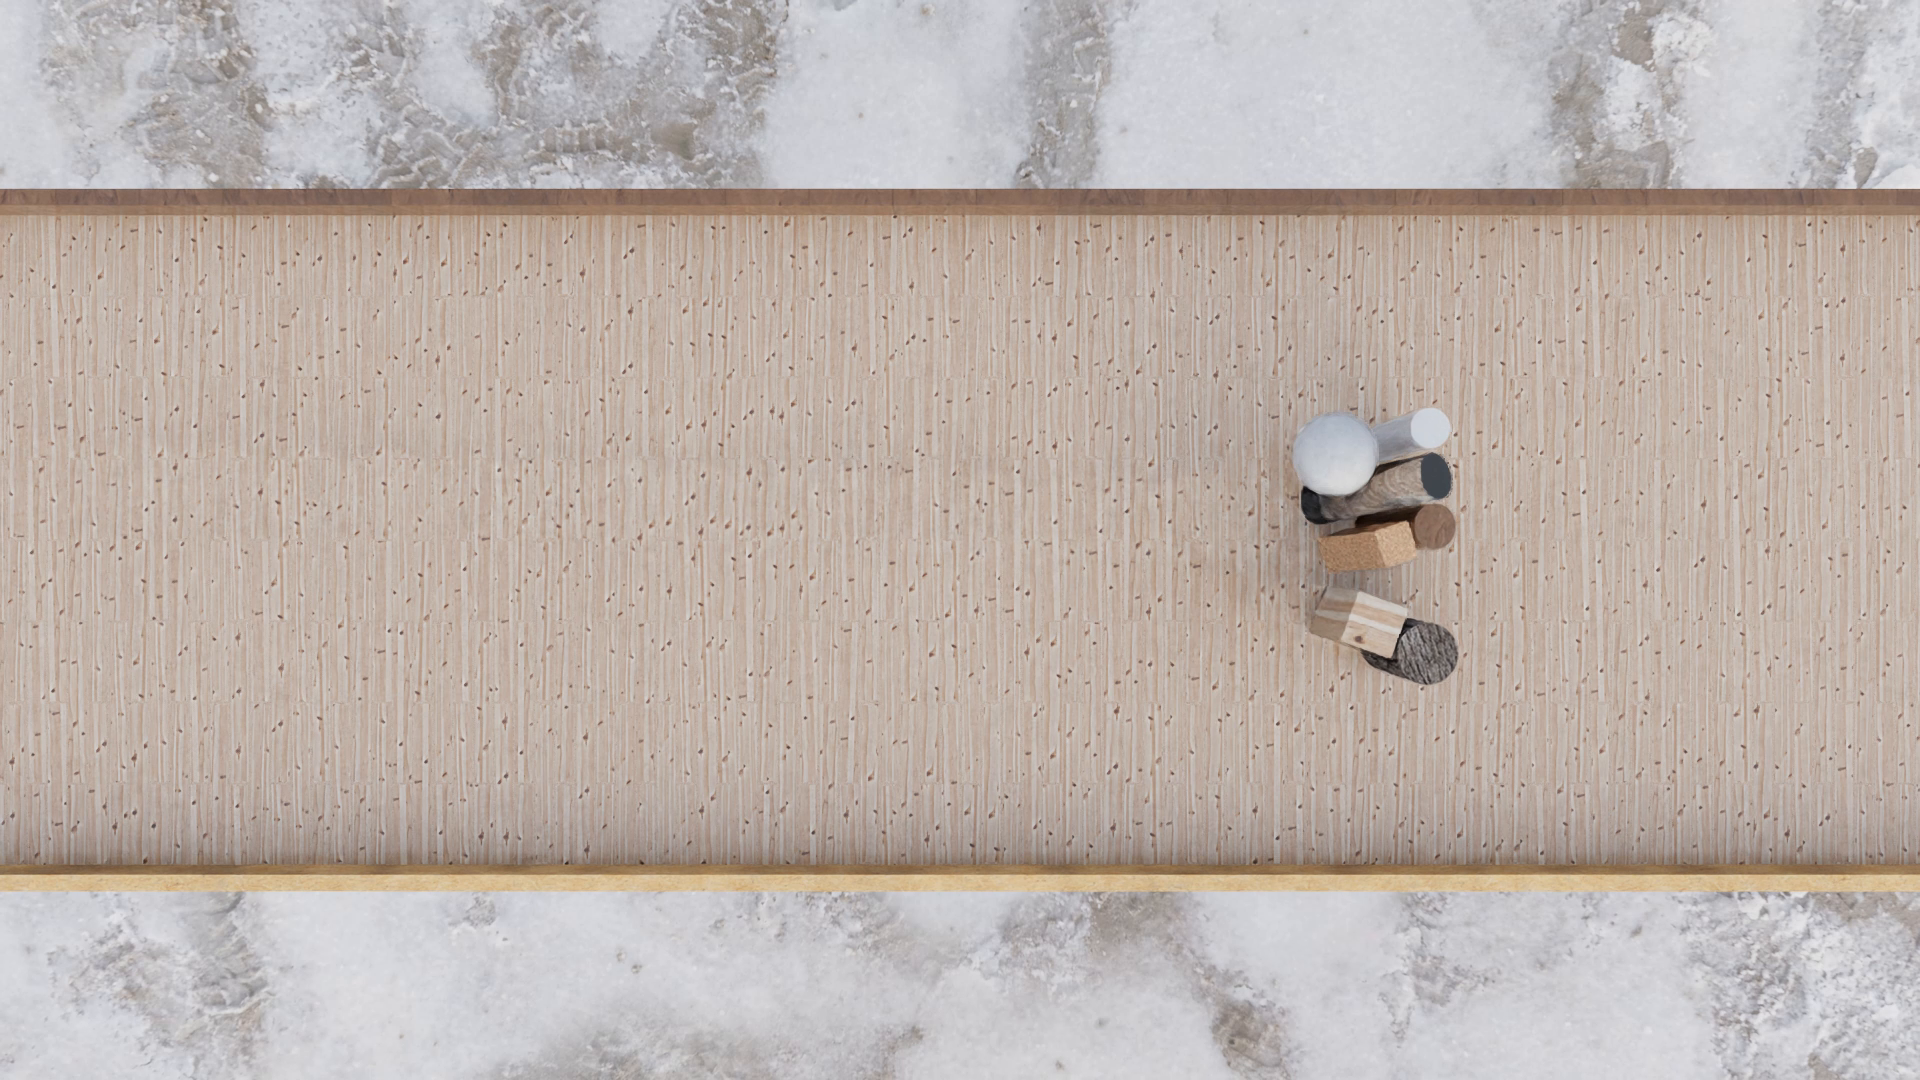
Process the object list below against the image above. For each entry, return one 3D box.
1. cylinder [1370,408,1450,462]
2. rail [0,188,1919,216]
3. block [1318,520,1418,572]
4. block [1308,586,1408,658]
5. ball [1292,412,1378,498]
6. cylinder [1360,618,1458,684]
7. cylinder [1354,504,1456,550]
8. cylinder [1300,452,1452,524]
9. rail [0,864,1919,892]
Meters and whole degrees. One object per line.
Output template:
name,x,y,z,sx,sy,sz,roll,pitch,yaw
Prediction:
cylinder,1.310,-0.306,4.852,0.114,0.442,0.114,0,88,-3
rail,-2.247,-1.025,5.002,12.000,0.150,0.050,0,90,0
block,1.204,0.022,4.885,0.109,0.365,0.109,-18,91,-14
block,1.171,0.240,4.870,0.151,0.413,0.151,20,90,-1
ball,1.077,-0.244,4.739,0.242,0.242,0.242,0,90,0
cylinder,1.319,0.318,4.868,0.175,0.412,0.175,0,91,-1
cylinder,1.315,-0.037,4.889,0.133,0.353,0.133,0,89,-14
cylinder,1.217,-0.147,4.853,0.135,0.456,0.135,7,77,-34
rail,-2.247,1.025,5.001,12.000,0.150,0.050,0,90,0
